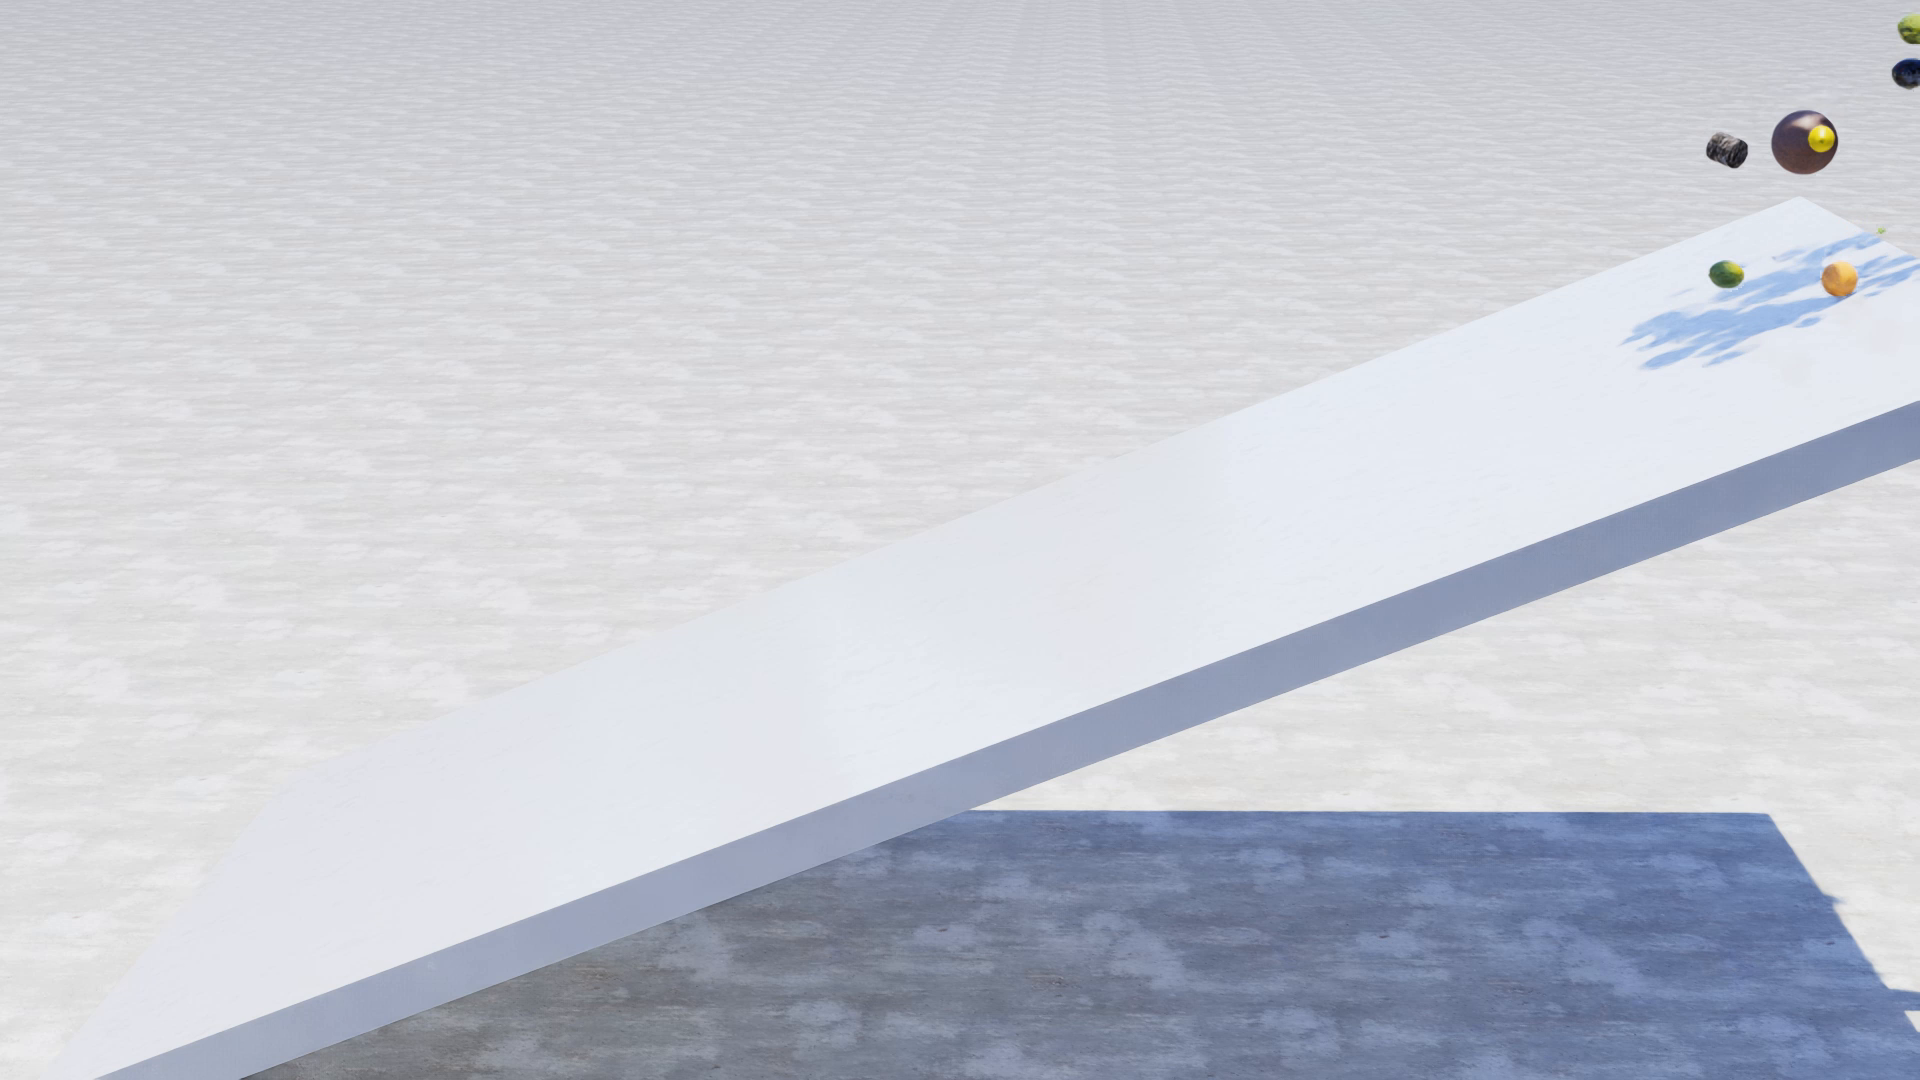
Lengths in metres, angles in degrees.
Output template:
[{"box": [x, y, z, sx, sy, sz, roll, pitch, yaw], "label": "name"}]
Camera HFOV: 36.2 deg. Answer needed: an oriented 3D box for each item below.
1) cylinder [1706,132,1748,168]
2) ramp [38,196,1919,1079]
[{"box": [1.519, -0.772, 5.822, 0.057, 0.057, 0.057, -10, 30, -34], "label": "cylinder"}, {"box": [0.124, 0.173, 6.290, 4.000, 0.100, 2.000, -21, 12, 7], "label": "ramp"}]
